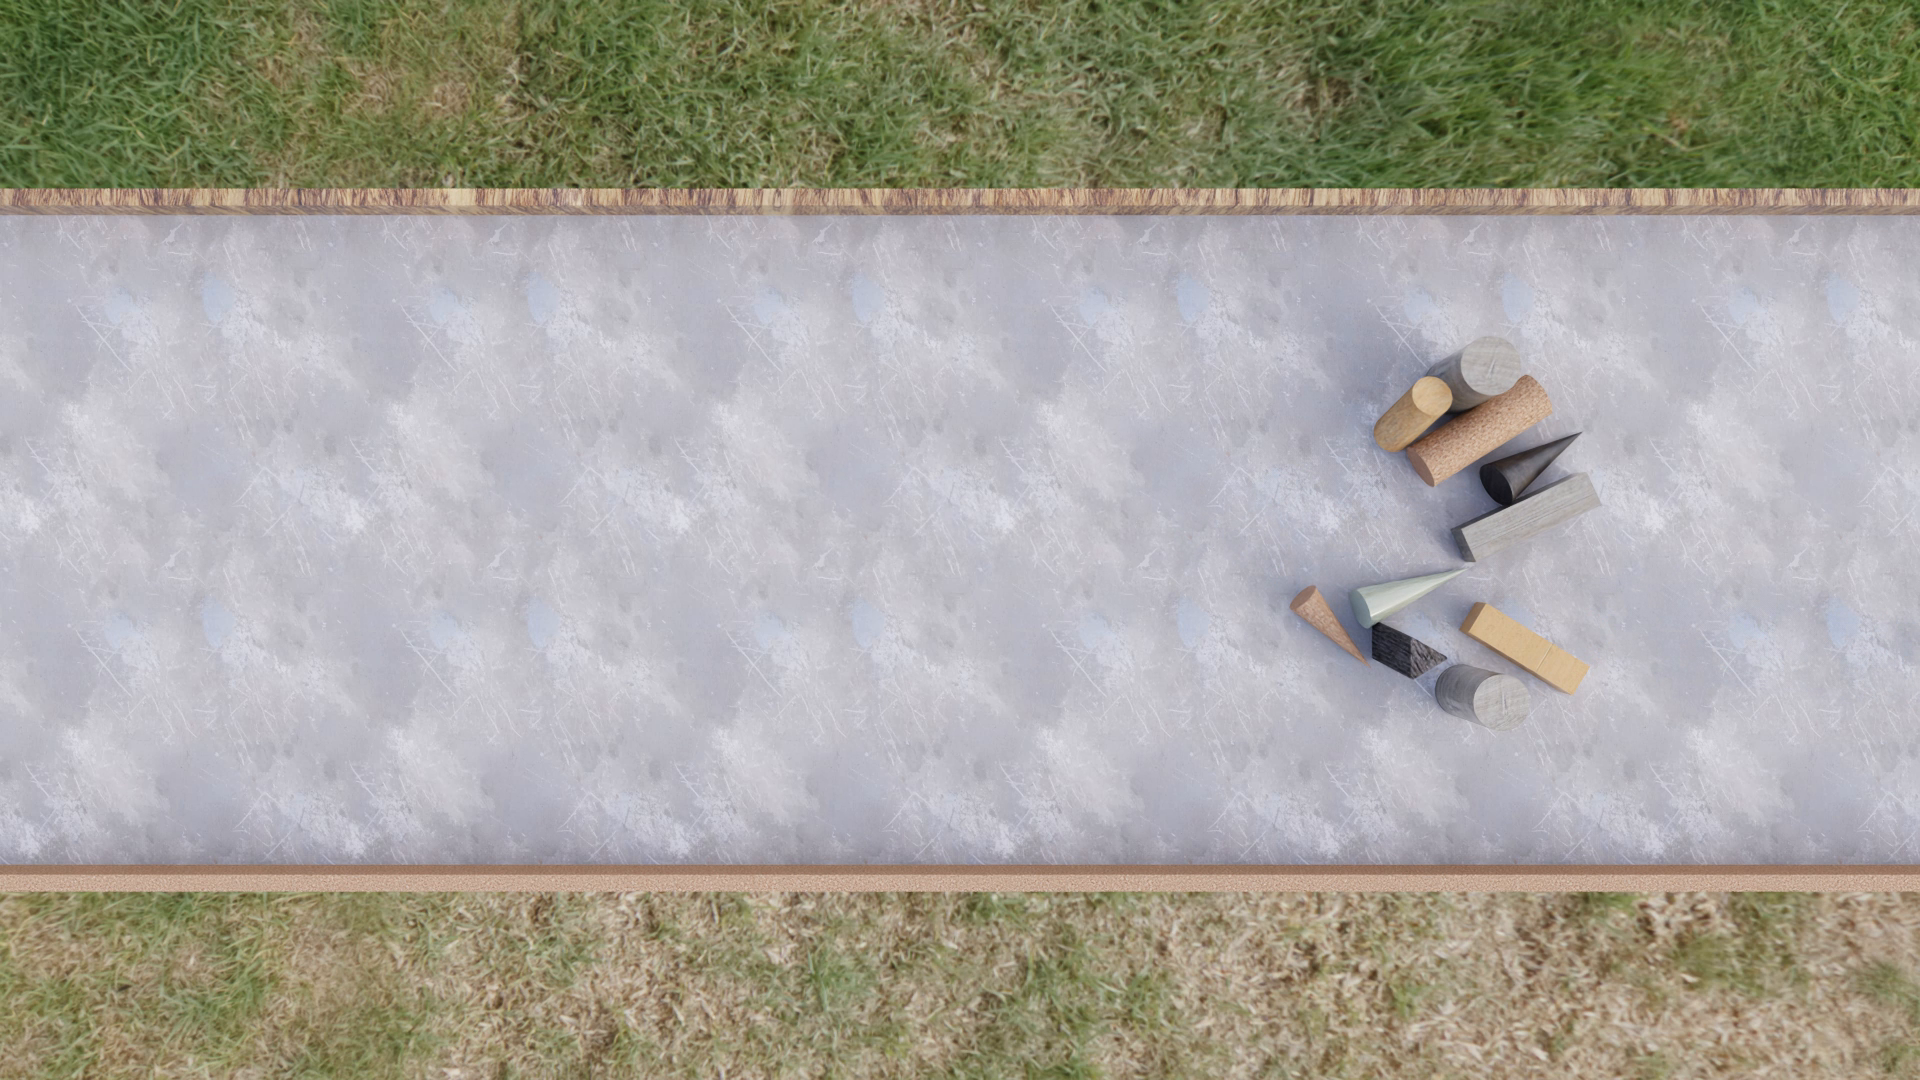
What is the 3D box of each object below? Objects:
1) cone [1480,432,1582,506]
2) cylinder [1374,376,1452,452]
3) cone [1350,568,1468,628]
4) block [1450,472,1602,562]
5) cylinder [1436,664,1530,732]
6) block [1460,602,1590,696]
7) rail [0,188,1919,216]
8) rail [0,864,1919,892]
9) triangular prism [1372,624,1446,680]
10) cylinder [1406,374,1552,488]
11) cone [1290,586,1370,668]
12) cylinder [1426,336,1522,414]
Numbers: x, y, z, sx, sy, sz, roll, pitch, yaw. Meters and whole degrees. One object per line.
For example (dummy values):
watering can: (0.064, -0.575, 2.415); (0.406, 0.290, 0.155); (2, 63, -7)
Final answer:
cone: (1.774, -0.251, 5.041); (0.345, 0.143, 0.143); (-30, 90, -12)
cylinder: (1.342, -0.370, 4.902); (0.119, 0.330, 0.119); (1, 74, -5)
cone: (1.394, 0.147, 5.045); (0.380, 0.128, 0.128); (-19, 90, -10)
block: (1.721, -0.069, 5.021); (0.416, 0.110, 0.110); (-25, 90, 0)
cylinder: (1.543, 0.464, 4.886); (0.162, 0.381, 0.162); (0, 90, 0)
block: (1.718, 0.329, 5.026); (0.368, 0.102, 0.102); (31, 90, 0)
rail: (-2.247, -1.025, 5.002); (12.000, 0.150, 0.050); (0, 90, 0)
rail: (-2.247, 1.025, 5.001); (12.000, 0.150, 0.050); (0, 90, 0)
triangular prism: (1.305, 0.308, 4.889); (0.119, 0.365, 0.103); (-31, 96, 0)
cylinder: (1.575, -0.331, 5.005); (0.418, 0.143, 0.143); (-32, 90, 0)
cone: (1.157, 0.287, 5.051); (0.103, 0.103, 0.323); (-45, 99, 0)
cylinder: (1.509, -0.483, 4.875); (0.171, 0.392, 0.171); (0, 86, 1)
